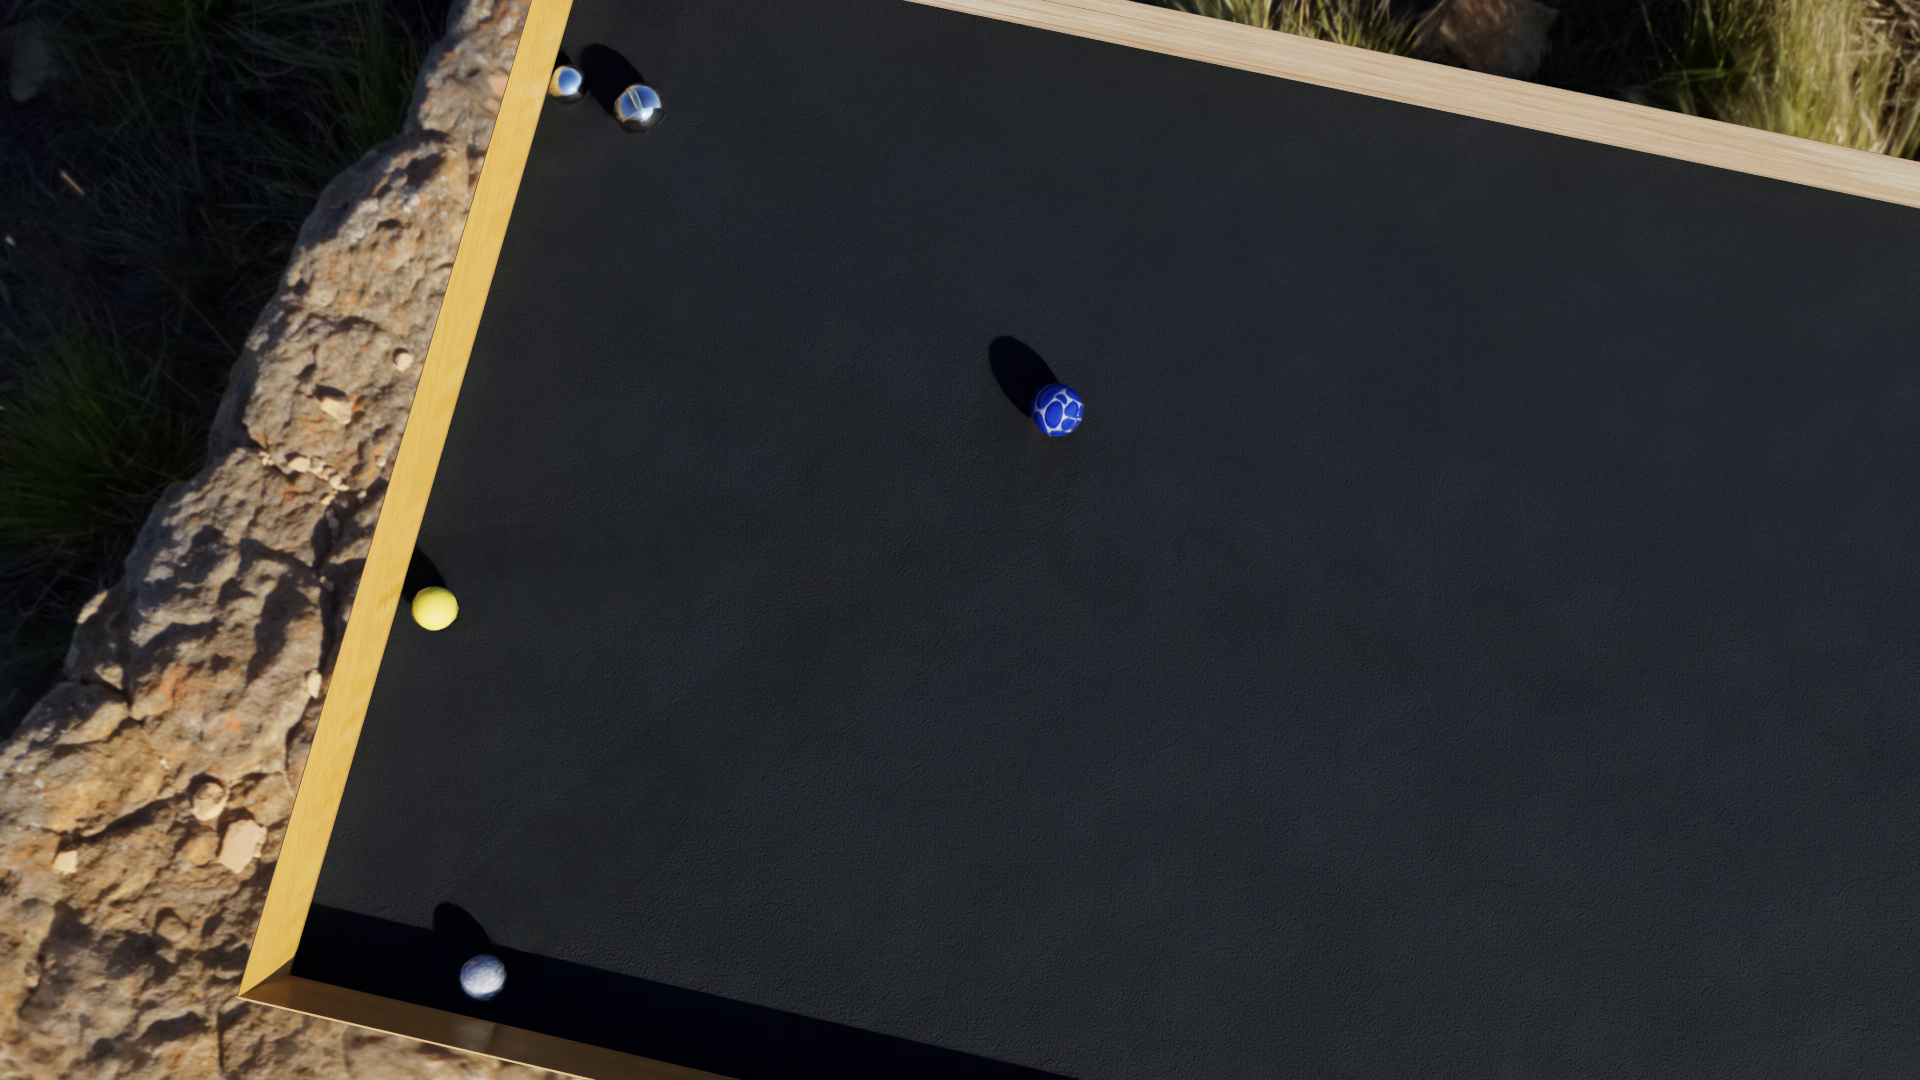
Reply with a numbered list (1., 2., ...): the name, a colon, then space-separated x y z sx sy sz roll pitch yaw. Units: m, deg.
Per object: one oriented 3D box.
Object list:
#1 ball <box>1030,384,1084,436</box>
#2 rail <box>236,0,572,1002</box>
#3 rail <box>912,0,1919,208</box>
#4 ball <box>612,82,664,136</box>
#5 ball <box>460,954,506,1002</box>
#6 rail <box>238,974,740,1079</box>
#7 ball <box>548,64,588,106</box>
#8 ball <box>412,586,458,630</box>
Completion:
1. ball: 0.149 -0.199 3.370 0.082 0.082 0.082 0 76 0
2. rail: -0.799 -0.180 3.345 0.045 0.119 1.775 12 77 3
3. rail: 1.011 -0.647 3.459 3.369 0.119 0.045 12 77 3
4. ball: -0.509 -0.683 3.488 0.082 0.082 0.082 0 76 0
5. ball: -0.689 0.632 3.176 0.067 0.067 0.067 0 76 0
6. rail: 0.633 0.992 3.060 3.369 0.119 0.045 12 77 3
7. ball: -0.626 -0.726 3.508 0.064 0.064 0.064 0 76 0
8. ball: -0.789 0.102 3.304 0.068 0.068 0.068 0 76 0
